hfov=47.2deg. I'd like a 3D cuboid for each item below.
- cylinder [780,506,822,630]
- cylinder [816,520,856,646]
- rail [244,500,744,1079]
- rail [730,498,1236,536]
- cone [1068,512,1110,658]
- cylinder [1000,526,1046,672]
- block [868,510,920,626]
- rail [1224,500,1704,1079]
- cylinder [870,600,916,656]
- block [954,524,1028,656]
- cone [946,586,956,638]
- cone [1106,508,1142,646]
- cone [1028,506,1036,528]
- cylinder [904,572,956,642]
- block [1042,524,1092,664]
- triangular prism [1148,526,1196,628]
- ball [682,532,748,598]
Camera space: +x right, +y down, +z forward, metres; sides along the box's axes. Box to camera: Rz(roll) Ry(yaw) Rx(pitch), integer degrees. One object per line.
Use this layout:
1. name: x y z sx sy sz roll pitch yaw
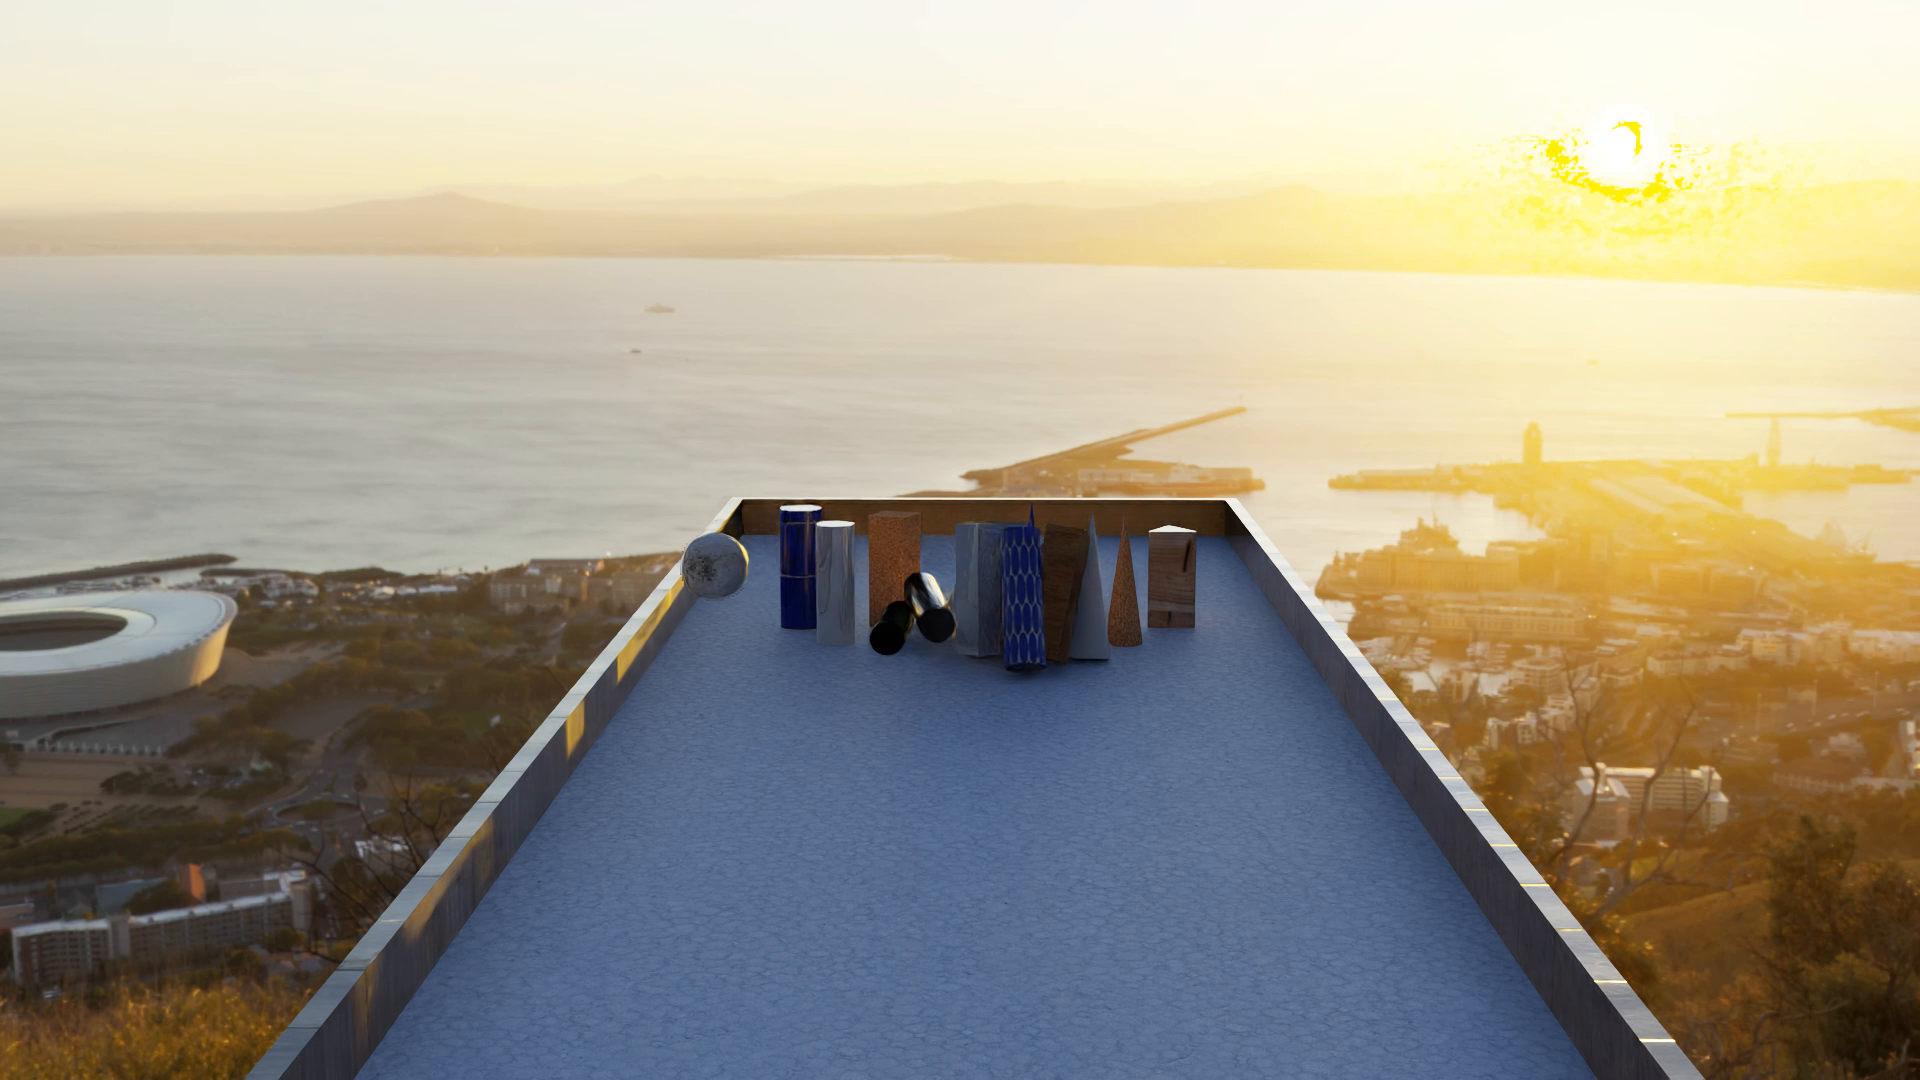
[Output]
1. cylinder: -0.520 0.089 7.198 0.139 0.391 0.139 0 9 0
2. cylinder: -0.394 0.135 6.949 0.123 0.378 0.123 0 9 0
3. rail: -1.004 0.839 3.234 0.050 0.150 12.000 0 9 1
4. rail: 0.099 -0.098 9.147 2.100 0.150 0.050 0 9 1
5. cone: 0.392 0.136 6.695 0.160 0.438 0.160 3 2 0
6. cylinder: 0.186 0.176 6.527 0.123 0.418 0.123 -2 -17 -1
7. block: -0.214 0.097 7.223 0.128 0.368 0.128 4 10 22
8. rail: 1.046 0.843 3.208 0.050 0.150 12.000 0 9 1
9. cylinder: -0.208 0.276 6.930 0.107 0.107 0.354 1 9 5
10. block: 0.097 0.149 6.709 0.170 0.397 0.170 0 0 -24
11. cone: 0.012 0.151 6.975 0.113 0.319 0.113 17 -4 1
12. cone: 0.517 0.112 6.921 0.121 0.432 0.121 0 9 0
13. cone: 0.225 0.100 6.924 0.113 0.456 0.113 0 9 0
14. cylinder: -0.099 0.208 6.916 0.109 0.109 0.424 -1 14 -8
15. block: 0.291 0.163 6.623 0.112 0.401 0.112 9 -6 18
16. triangular prism: 0.692 0.119 7.240 0.153 0.318 0.132 0 9 0
17. ball: -0.789 0.083 7.101 0.213 0.213 0.213 0 9 0
